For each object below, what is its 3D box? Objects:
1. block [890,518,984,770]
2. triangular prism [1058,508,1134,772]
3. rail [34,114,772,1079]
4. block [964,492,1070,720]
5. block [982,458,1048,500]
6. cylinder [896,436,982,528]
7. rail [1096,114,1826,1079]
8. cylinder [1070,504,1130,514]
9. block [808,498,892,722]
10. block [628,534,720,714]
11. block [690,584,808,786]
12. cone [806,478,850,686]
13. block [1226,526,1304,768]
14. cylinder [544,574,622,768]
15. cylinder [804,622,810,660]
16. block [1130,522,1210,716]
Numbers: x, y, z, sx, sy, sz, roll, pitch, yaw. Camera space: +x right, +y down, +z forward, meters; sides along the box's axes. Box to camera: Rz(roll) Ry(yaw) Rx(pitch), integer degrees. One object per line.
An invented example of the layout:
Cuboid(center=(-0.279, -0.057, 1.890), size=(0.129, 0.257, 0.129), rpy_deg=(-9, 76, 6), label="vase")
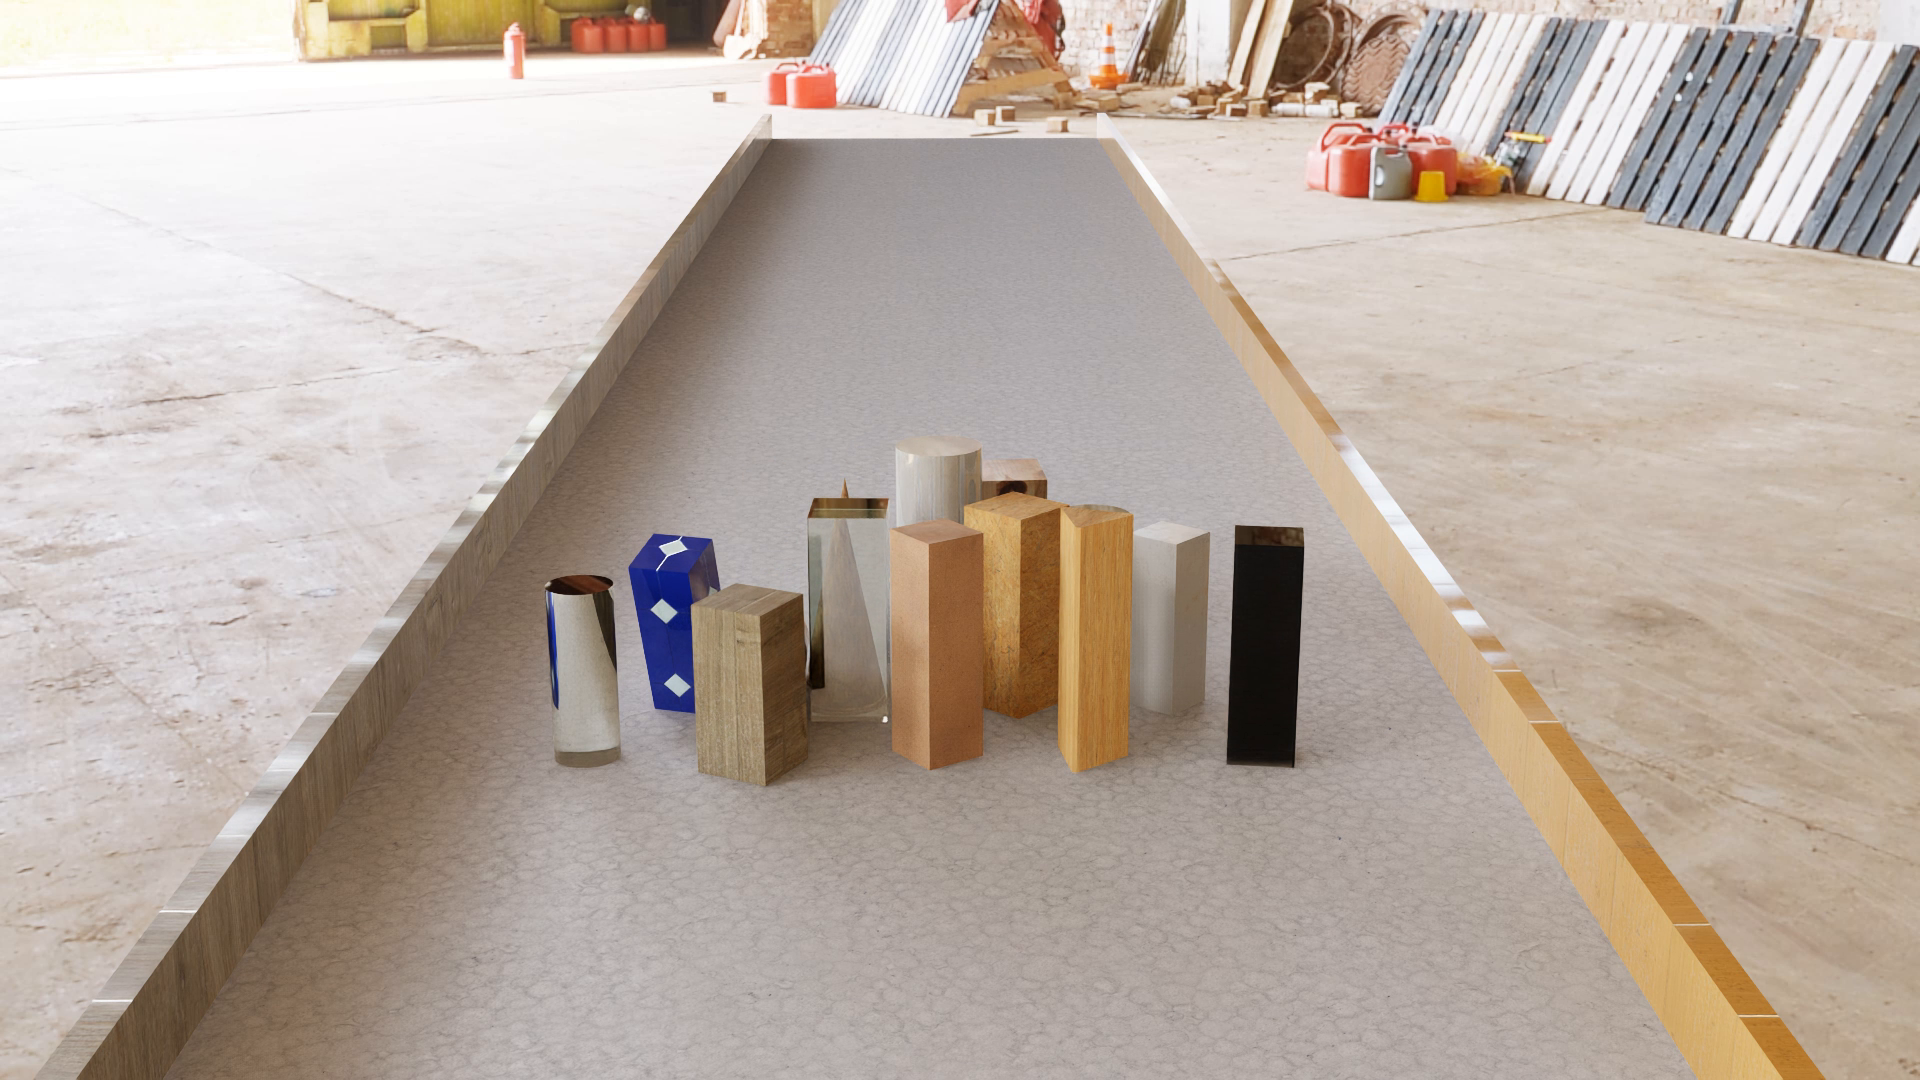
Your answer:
Cuboid(center=(-0.040, 0.183, 3.883), size=(0.117, 0.415, 0.117), rpy_deg=(-12, 20, -34), label="block")
Cuboid(center=(0.215, 0.169, 3.873), size=(0.130, 0.447, 0.113), rpy_deg=(-13, 21, -38), label="triangular prism")
Cuboid(center=(-1.118, -0.838, 7.780), size=(0.050, 0.150, 12.000), rpy_deg=(0, 17, -1), label="rail")
Cuboid(center=(0.106, 0.121, 4.142), size=(0.139, 0.387, 0.139), rpy_deg=(15, 22, 40), label="block")
Cuboid(center=(0.085, 0.010, 4.622), size=(0.173, 0.325, 0.173), rpy_deg=(-2, 17, -5), label="block")
Cuboid(center=(-0.040, 0.024, 4.377), size=(0.170, 0.437, 0.170), rpy_deg=(0, 17, 0), label="cylinder")
Cuboid(center=(0.932, -0.844, 7.801), size=(0.050, 0.150, 12.000), rpy_deg=(0, 17, -1), label="rail")
Cuboid(center=(0.263, 0.094, 4.383), size=(0.149, 0.301, 0.149), rpy_deg=(0, 17, 0), label="cylinder")
Cuboid(center=(-0.205, 0.130, 4.102), size=(0.141, 0.392, 0.141), rpy_deg=(0, 16, 1), label="block")
Cuboid(center=(-0.516, 0.158, 4.102), size=(0.118, 0.318, 0.118), rpy_deg=(5, 33, 16), label="block")
Cuboid(center=(-0.366, 0.250, 3.841), size=(0.140, 0.309, 0.140), rpy_deg=(8, 18, 27), label="block")
Cuboid(center=(-0.220, 0.077, 4.248), size=(0.165, 0.411, 0.165), rpy_deg=(0, 17, 0), label="cone")
Cuboid(center=(0.538, 0.188, 3.881), size=(0.119, 0.407, 0.119), rpy_deg=(2, 17, 7), label="block")
Cuboid(center=(-0.665, 0.232, 3.886), size=(0.118, 0.320, 0.118), rpy_deg=(0, 17, 0), label="cylinder")
Cuboid(center=(-0.362, 0.249, 4.146), size=(0.139, 0.139, 0.391), rpy_deg=(0, 17, -1), label="cylinder")
Cuboid(center=(0.390, 0.147, 4.145), size=(0.110, 0.335, 0.110), rpy_deg=(14, 21, 38), label="block")
